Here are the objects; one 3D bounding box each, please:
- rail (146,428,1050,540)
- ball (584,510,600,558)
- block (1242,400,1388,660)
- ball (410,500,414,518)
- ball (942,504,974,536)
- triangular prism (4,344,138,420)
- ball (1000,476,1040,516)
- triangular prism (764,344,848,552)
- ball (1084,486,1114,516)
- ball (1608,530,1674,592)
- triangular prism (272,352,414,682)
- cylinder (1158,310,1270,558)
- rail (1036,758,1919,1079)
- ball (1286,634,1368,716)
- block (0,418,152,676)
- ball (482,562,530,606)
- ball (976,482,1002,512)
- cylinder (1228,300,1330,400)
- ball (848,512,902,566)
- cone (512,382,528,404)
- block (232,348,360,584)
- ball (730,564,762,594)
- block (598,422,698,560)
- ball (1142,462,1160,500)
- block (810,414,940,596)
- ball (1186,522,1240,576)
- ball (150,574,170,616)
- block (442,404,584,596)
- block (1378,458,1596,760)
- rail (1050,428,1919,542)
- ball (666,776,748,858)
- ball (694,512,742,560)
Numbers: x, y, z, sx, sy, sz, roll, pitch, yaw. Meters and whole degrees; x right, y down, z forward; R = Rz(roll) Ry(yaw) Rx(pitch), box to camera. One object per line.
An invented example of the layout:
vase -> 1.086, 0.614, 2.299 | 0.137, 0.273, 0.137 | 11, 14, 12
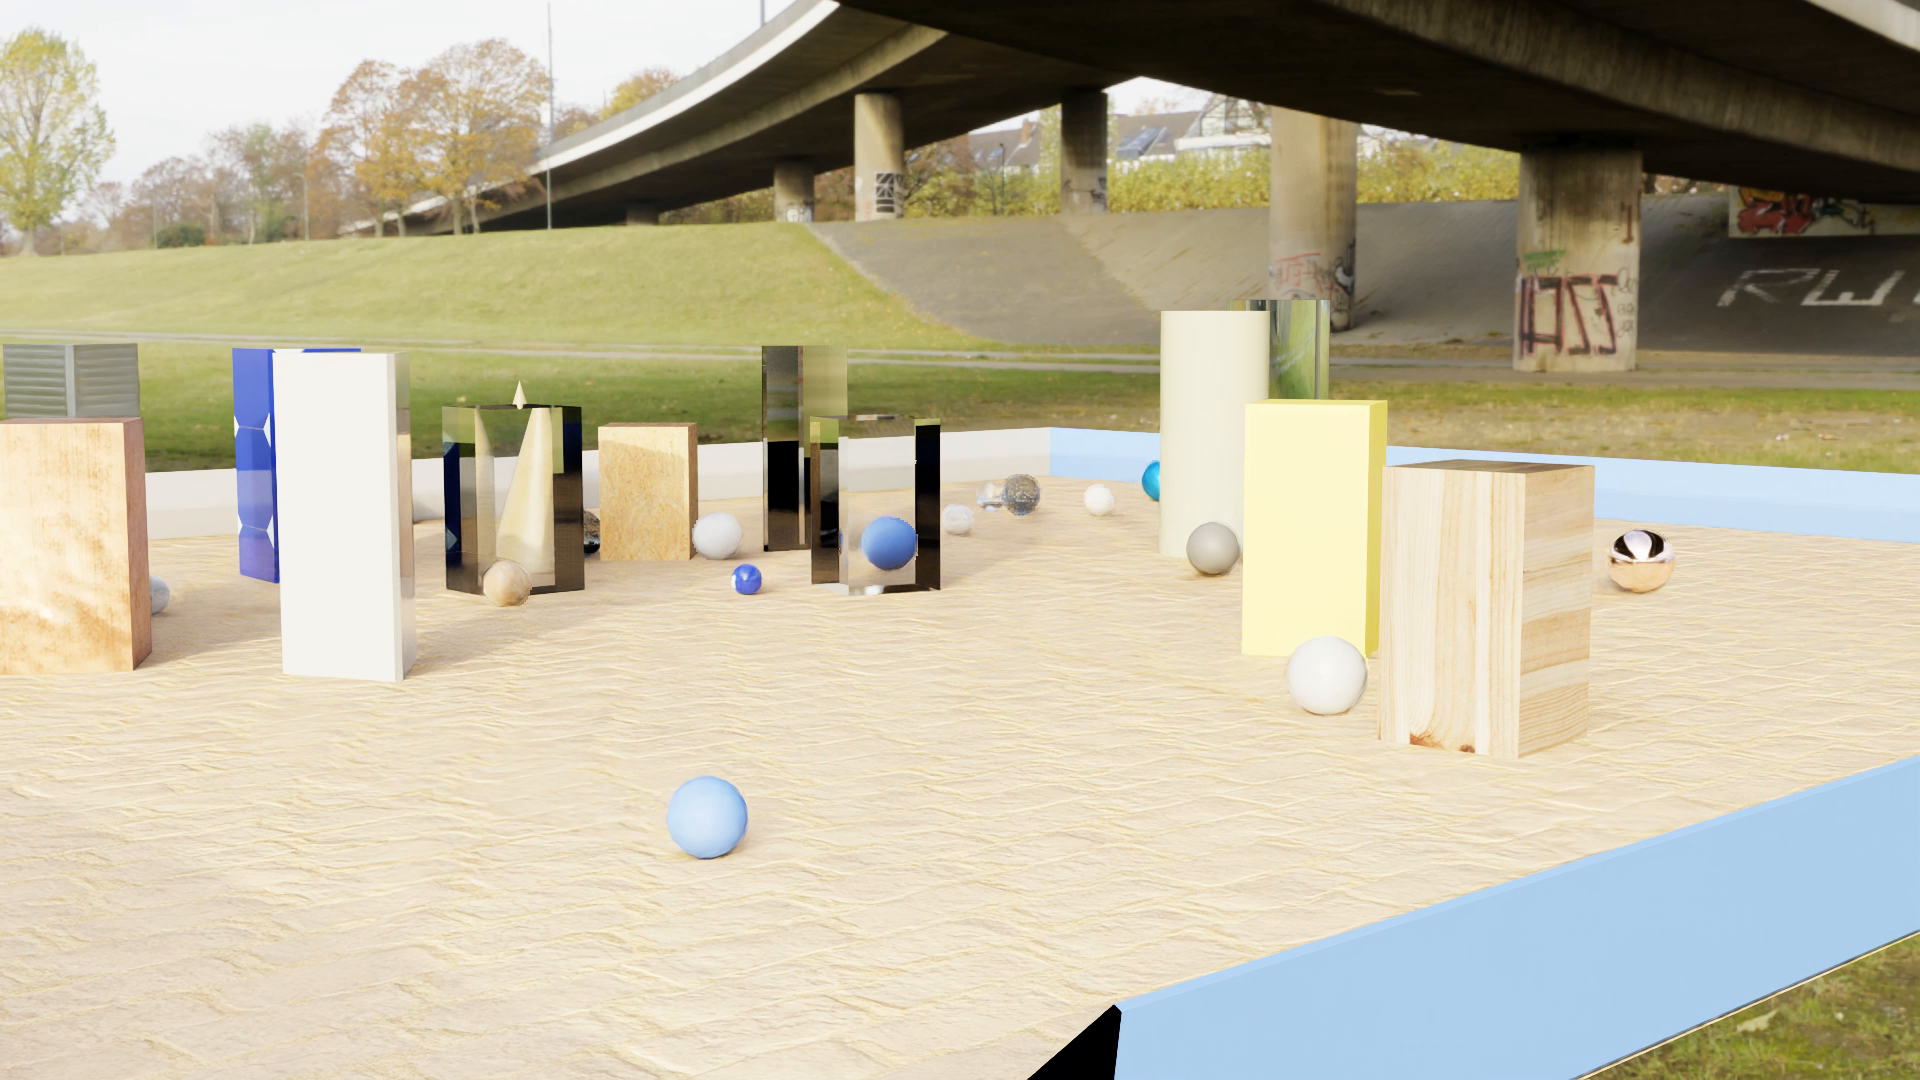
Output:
rail -> -1.183, -0.099, 4.607 | 3.926, 0.129, 0.045 | -5, 8, -42
ball -> -0.687, -0.011, 3.971 | 0.087, 0.087, 0.087 | 0, 6, 0
block -> 0.468, -0.018, 2.894 | 0.159, 0.325, 0.159 | 2, 6, 19
ball -> -1.168, -0.063, 4.562 | 0.069, 0.069, 0.069 | 0, 6, 0
ball -> -0.003, -0.039, 4.359 | 0.063, 0.063, 0.063 | 0, 6, 0
triangular prism -> -1.213, -0.075, 3.076 | 0.172, 0.399, 0.149 | 5, 8, 39
ball -> 0.132, -0.096, 4.789 | 0.087, 0.087, 0.087 | 0, 6, 0
triangular prism -> -0.321, -0.178, 4.161 | 0.172, 0.380, 0.149 | -3, 7, -29
ball -> 0.303, -0.085, 4.790 | 0.064, 0.064, 0.064 | 0, 6, 0
ball -> 1.079, 0.033, 3.487 | 0.099, 0.099, 0.099 | 0, 6, 0
triangular prism -> -0.728, -0.036, 2.729 | 0.172, 0.393, 0.149 | 2, 6, 21
cylinder -> 0.466, -0.197, 4.033 | 0.198, 0.444, 0.198 | 0, 6, 0
rail -> 1.183, 0.166, 2.057 | 3.926, 0.129, 0.045 | -5, 8, -42
ball -> 0.405, 0.149, 2.428 | 0.089, 0.089, 0.089 | 0, 6, 0
block -> -1.119, 0.003, 2.770 | 0.159, 0.307, 0.159 | -1, 6, -12
ball -> -0.685, 0.066, 3.318 | 0.068, 0.068, 0.068 | 0, 6, 0
ball -> 0.069, -0.094, 4.875 | 0.065, 0.065, 0.065 | 0, 6, 0
cylinder -> 0.617, -0.233, 4.279 | 0.198, 0.465, 0.198 | 0, 6, 0
ball -> -0.147, -0.001, 3.835 | 0.094, 0.094, 0.094 | 0, 6, 0
cone -> -0.769, -0.118, 3.857 | 0.198, 0.323, 0.198 | 0, 6, 0
block -> -1.108, -0.130, 3.691 | 0.159, 0.382, 0.159 | -5, 8, -38
ball -> -0.335, 0.061, 3.455 | 0.050, 0.050, 0.050 | 0, 6, 0
block -> -0.564, -0.090, 3.998 | 0.159, 0.239, 0.159 | 0, 6, -1
ball -> 0.473, -0.138, 5.157 | 0.093, 0.093, 0.093 | 0, 6, 0
block -> -0.137, -0.060, 3.534 | 0.159, 0.275, 0.159 | -3, 7, -25
ball -> 0.426, 0.015, 3.711 | 0.090, 0.090, 0.090 | 0, 6, 0
ball -> -1.188, 0.081, 3.215 | 0.061, 0.061, 0.061 | 0, 6, 0
block -> -0.712, -0.066, 3.507 | 0.159, 0.293, 0.159 | -5, 8, -42
block -> 0.546, 0.065, 2.284 | 0.159, 0.285, 0.159 | 5, 8, 40
rail -> 1.425, -0.103, 4.640 | 0.045, 0.129, 3.536 | -5, 8, -42
ball -> -0.206, 0.226, 1.796 | 0.066, 0.066, 0.066 | 0, 6, 0
ball -> -0.433, -0.008, 3.941 | 0.087, 0.087, 0.087 | 0, 6, 0
